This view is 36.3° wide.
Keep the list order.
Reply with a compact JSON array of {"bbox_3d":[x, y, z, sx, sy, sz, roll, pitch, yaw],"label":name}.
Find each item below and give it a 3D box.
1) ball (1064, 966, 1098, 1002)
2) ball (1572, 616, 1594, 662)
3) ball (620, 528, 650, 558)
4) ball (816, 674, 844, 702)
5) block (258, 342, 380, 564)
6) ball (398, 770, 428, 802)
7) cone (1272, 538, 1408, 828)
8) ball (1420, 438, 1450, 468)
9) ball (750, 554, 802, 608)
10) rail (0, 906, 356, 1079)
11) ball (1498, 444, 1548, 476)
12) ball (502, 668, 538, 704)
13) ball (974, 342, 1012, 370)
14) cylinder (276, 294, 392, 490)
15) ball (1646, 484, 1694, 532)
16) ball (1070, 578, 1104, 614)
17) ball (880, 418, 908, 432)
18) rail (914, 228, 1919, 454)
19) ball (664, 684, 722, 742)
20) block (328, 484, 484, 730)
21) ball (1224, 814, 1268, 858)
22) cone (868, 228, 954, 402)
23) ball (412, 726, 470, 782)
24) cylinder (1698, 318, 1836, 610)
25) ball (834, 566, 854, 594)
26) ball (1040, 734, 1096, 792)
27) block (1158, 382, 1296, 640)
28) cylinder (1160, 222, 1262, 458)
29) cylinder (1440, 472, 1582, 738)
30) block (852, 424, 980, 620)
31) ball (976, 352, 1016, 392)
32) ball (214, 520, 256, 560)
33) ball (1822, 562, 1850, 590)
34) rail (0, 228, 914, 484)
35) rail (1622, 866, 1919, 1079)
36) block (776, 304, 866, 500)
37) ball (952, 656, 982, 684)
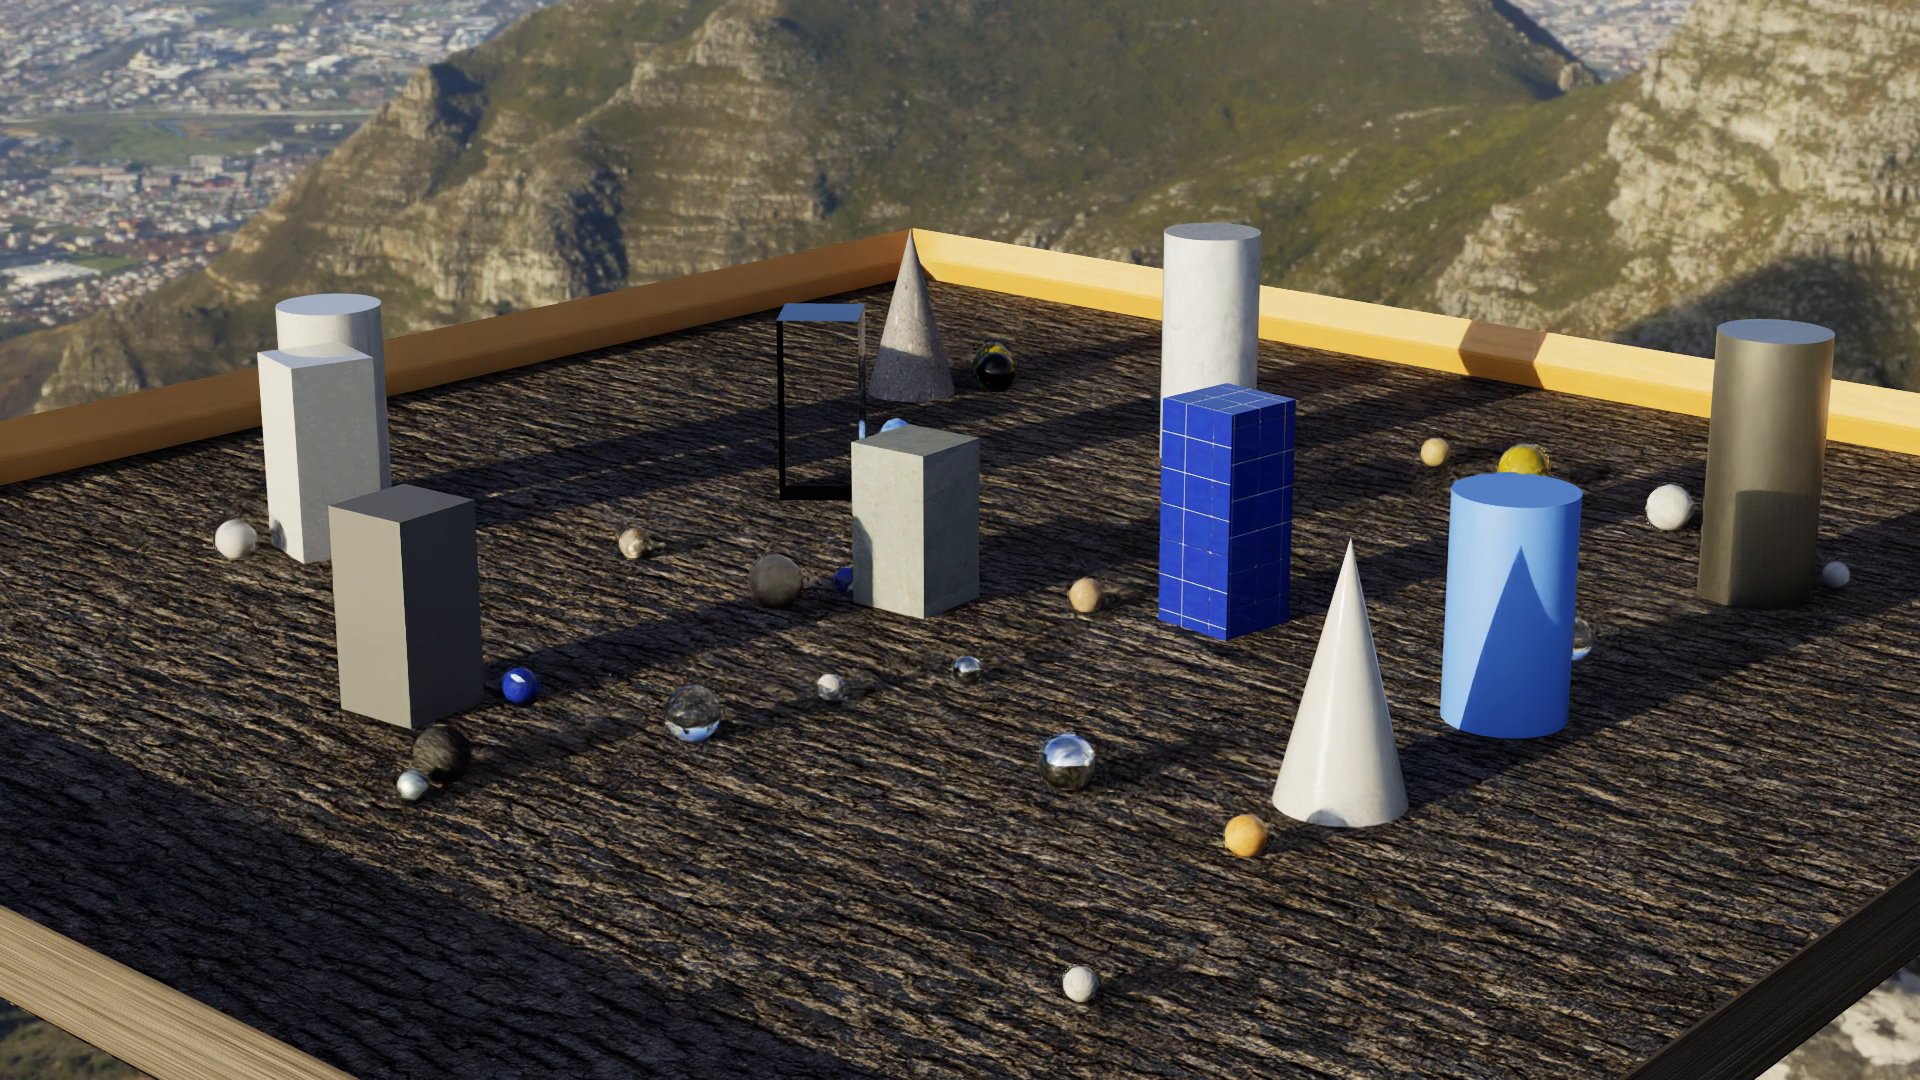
[{"bbox_3d":[0.148,0.542,3.577,0.044,0.044,0.044,0,17,0],"label":"ball"},{"bbox_3d":[0.996,0.162,4.783,0.075,0.075,0.075,0,17,0],"label":"ball"},{"bbox_3d":[-0.592,0.006,5.331,0.056,0.056,0.056,0,17,0],"label":"ball"},{"bbox_3d":[-0.203,0.231,4.606,0.044,0.044,0.044,0,17,0],"label":"ball"},{"bbox_3d":[-1.167,-0.161,5.356,0.156,0.363,0.156,-11,20,-33],"label":"block"},{"bbox_3d":[-0.784,0.352,4.203,0.045,0.045,0.045,0,17,0],"label":"ball"},{"bbox_3d":[0.545,0.186,4.150,0.195,0.395,0.195,0,17,0],"label":"cone"},{"bbox_3d":[0.962,-0.177,5.932,0.060,0.060,0.060,0,17,0],"label":"ball"},{"bbox_3d":[-0.317,0.071,5.057,0.092,0.092,0.092,0,17,0],"label":"ball"},{"bbox_3d":[-1.291,0.461,3.697,3.789,0.127,0.045,14,22,39],"label":"rail"},{"bbox_3d":[1.102,-0.138,5.738,0.098,0.098,0.098,0,17,0],"label":"ball"},{"bbox_3d":[-0.689,0.228,4.593,0.057,0.057,0.057,0,17,0],"label":"ball"},{"bbox_3d":[0.074,-0.402,6.629,0.089,0.089,0.089,0,17,0],"label":"ball"},{"bbox_3d":[-1.191,-0.252,5.587,0.195,0.402,0.195,0,17,0],"label":"cylinder"},{"bbox_3d":[1.331,-0.060,5.497,0.087,0.087,0.087,0,17,0],"label":"ball"},{"bbox_3d":[0.218,0.095,5.028,0.060,0.060,0.060,0,17,0],"label":"ball"},{"bbox_3d":[-0.130,-0.217,6.050,0.068,0.068,0.068,0,17,0],"label":"ball"},{"bbox_3d":[1.291,-0.397,6.544,3.789,0.127,0.045,14,22,39],"label":"rail"},{"bbox_3d":[-0.403,0.262,4.429,0.087,0.087,0.087,0,17,0],"label":"ball"},{"bbox_3d":[-0.856,0.101,4.545,0.156,0.329,0.156,12,21,35],"label":"block"},{"bbox_3d":[0.391,0.404,4.007,0.059,0.059,0.059,0,17,0],"label":"ball"},{"bbox_3d":[-0.108,-0.509,6.497,0.195,0.370,0.195,0,17,0],"label":"cone"},{"bbox_3d":[-0.755,0.312,4.270,0.084,0.084,0.084,0,17,0],"label":"ball"},{"bbox_3d":[1.393,-0.132,5.074,0.195,0.469,0.195,0,17,0],"label":"cylinder"},{"bbox_3d":[-0.196,0.070,5.108,0.047,0.047,0.047,0,17,0],"label":"ball"},{"bbox_3d":[0.156,0.322,4.239,0.083,0.083,0.083,0,17,0],"label":"ball"},{"bbox_3d":[0.449,-0.049,4.940,0.156,0.389,0.156,-15,22,-40],"label":"block"},{"bbox_3d":[0.508,-0.396,5.956,0.195,0.466,0.195,0,17,0],"label":"cylinder"},{"bbox_3d":[0.843,0.099,4.491,0.195,0.364,0.195,0,17,0],"label":"cylinder"},{"bbox_3d":[-0.076,-0.034,5.065,0.156,0.287,0.156,13,21,36],"label":"block"},{"bbox_3d":[0.080,-0.374,6.536,0.089,0.089,0.089,0,17,0],"label":"ball"},{"bbox_3d":[-1.316,-0.001,5.327,0.073,0.073,0.073,0,17,0],"label":"ball"},{"bbox_3d":[1.540,0.063,5.159,0.048,0.048,0.048,0,17,0],"label":"ball"},{"bbox_3d":[-1.413,-0.322,6.294,0.045,0.127,3.986,14,22,39],"label":"rail"},{"bbox_3d":[1.413,0.386,3.946,0.045,0.127,3.986,14,22,39],"label":"rail"},{"bbox_3d":[-0.269,-0.270,5.727,0.156,0.357,0.156,1,17,3],"label":"block"},{"bbox_3d":[0.012,0.208,4.679,0.047,0.047,0.047,0,17,0],"label":"ball"}]
